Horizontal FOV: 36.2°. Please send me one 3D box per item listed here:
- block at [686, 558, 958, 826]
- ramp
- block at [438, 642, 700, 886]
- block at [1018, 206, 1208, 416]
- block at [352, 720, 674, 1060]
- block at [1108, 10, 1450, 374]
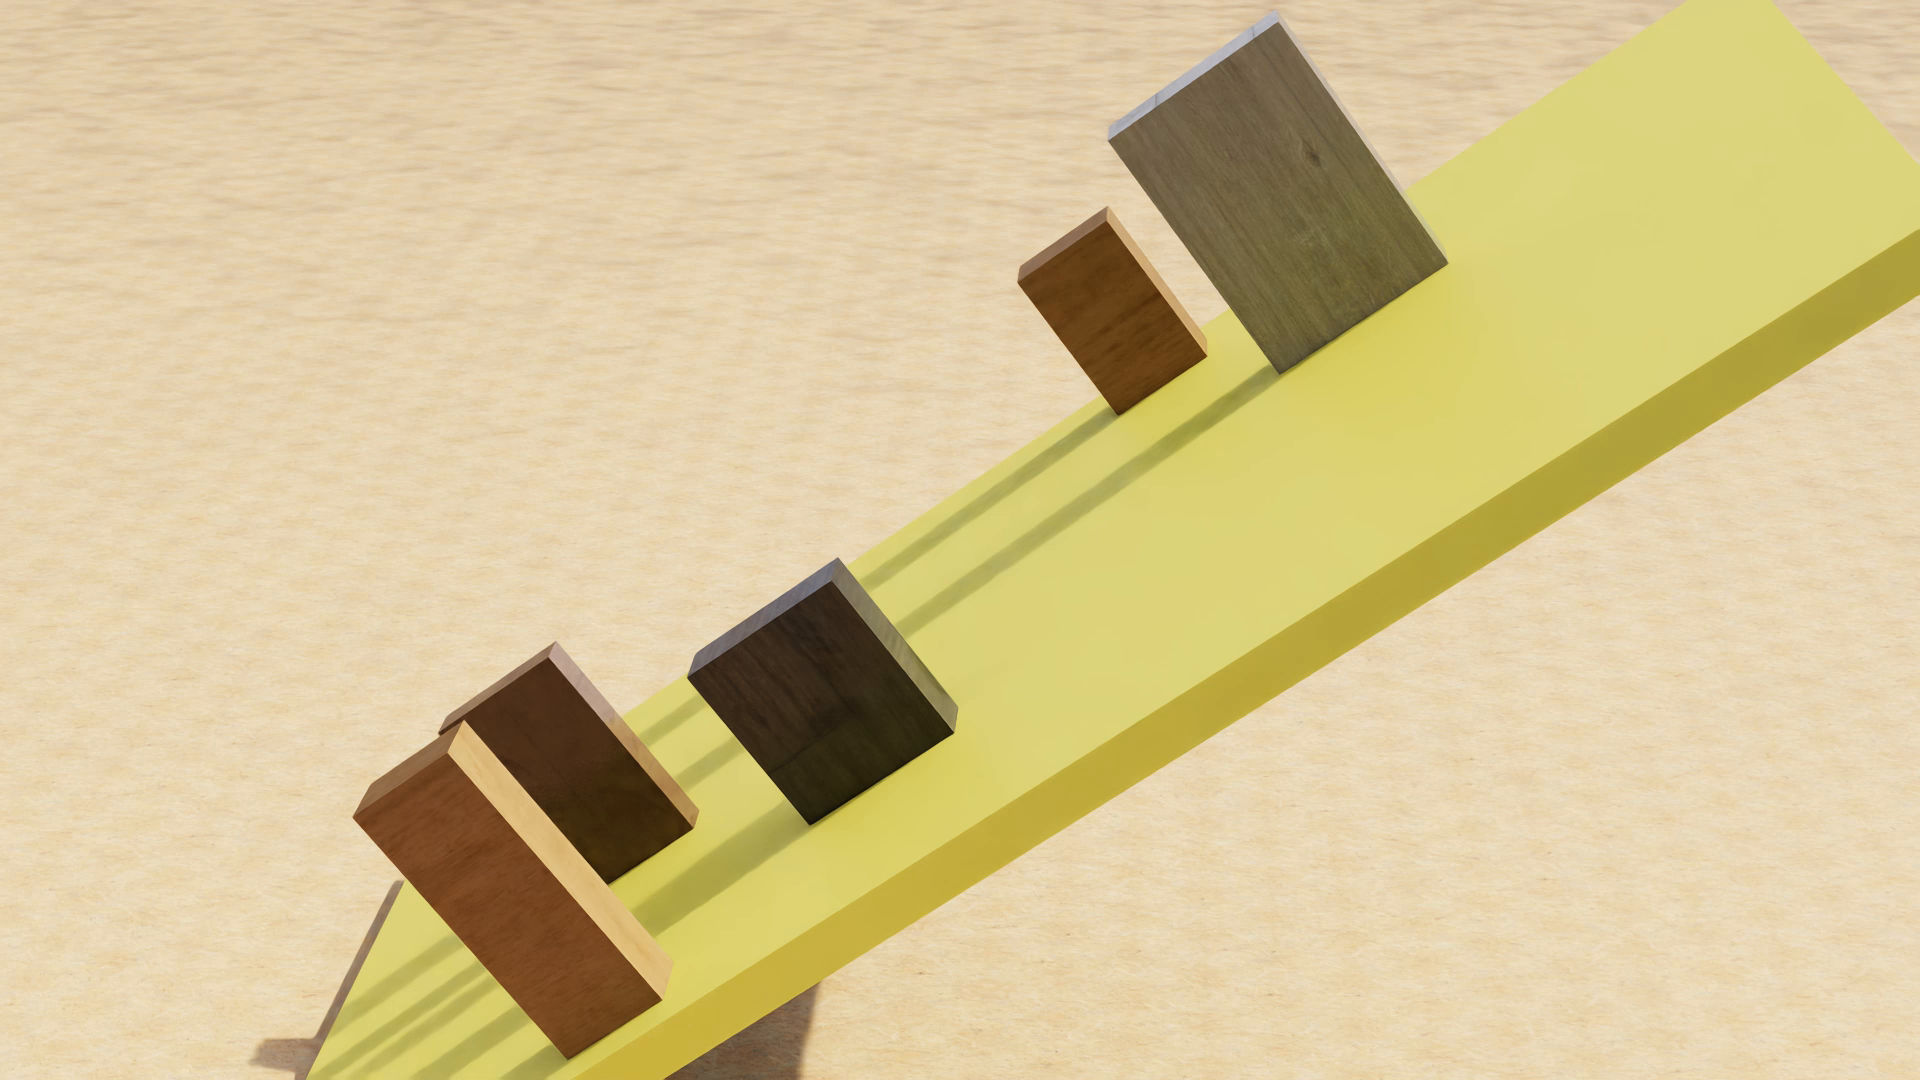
[{"bbox_3d":[-0.274,0.307,5.910,0.366,0.403,0.121,-34,16,16],"label":"block"},{"bbox_3d":[0.131,0.177,6.317,4.000,0.100,2.000,-34,16,16],"label":"ramp"},{"bbox_3d":[-0.856,0.509,6.451,0.317,0.503,0.086,-34,16,16],"label":"block"},{"bbox_3d":[0.359,-0.536,6.893,0.256,0.403,0.129,-34,16,16],"label":"block"},{"bbox_3d":[-0.859,0.681,5.695,0.240,0.648,0.141,-34,16,16],"label":"block"},{"bbox_3d":[0.682,-0.740,6.302,0.435,0.641,0.122,-34,16,16],"label":"block"}]
